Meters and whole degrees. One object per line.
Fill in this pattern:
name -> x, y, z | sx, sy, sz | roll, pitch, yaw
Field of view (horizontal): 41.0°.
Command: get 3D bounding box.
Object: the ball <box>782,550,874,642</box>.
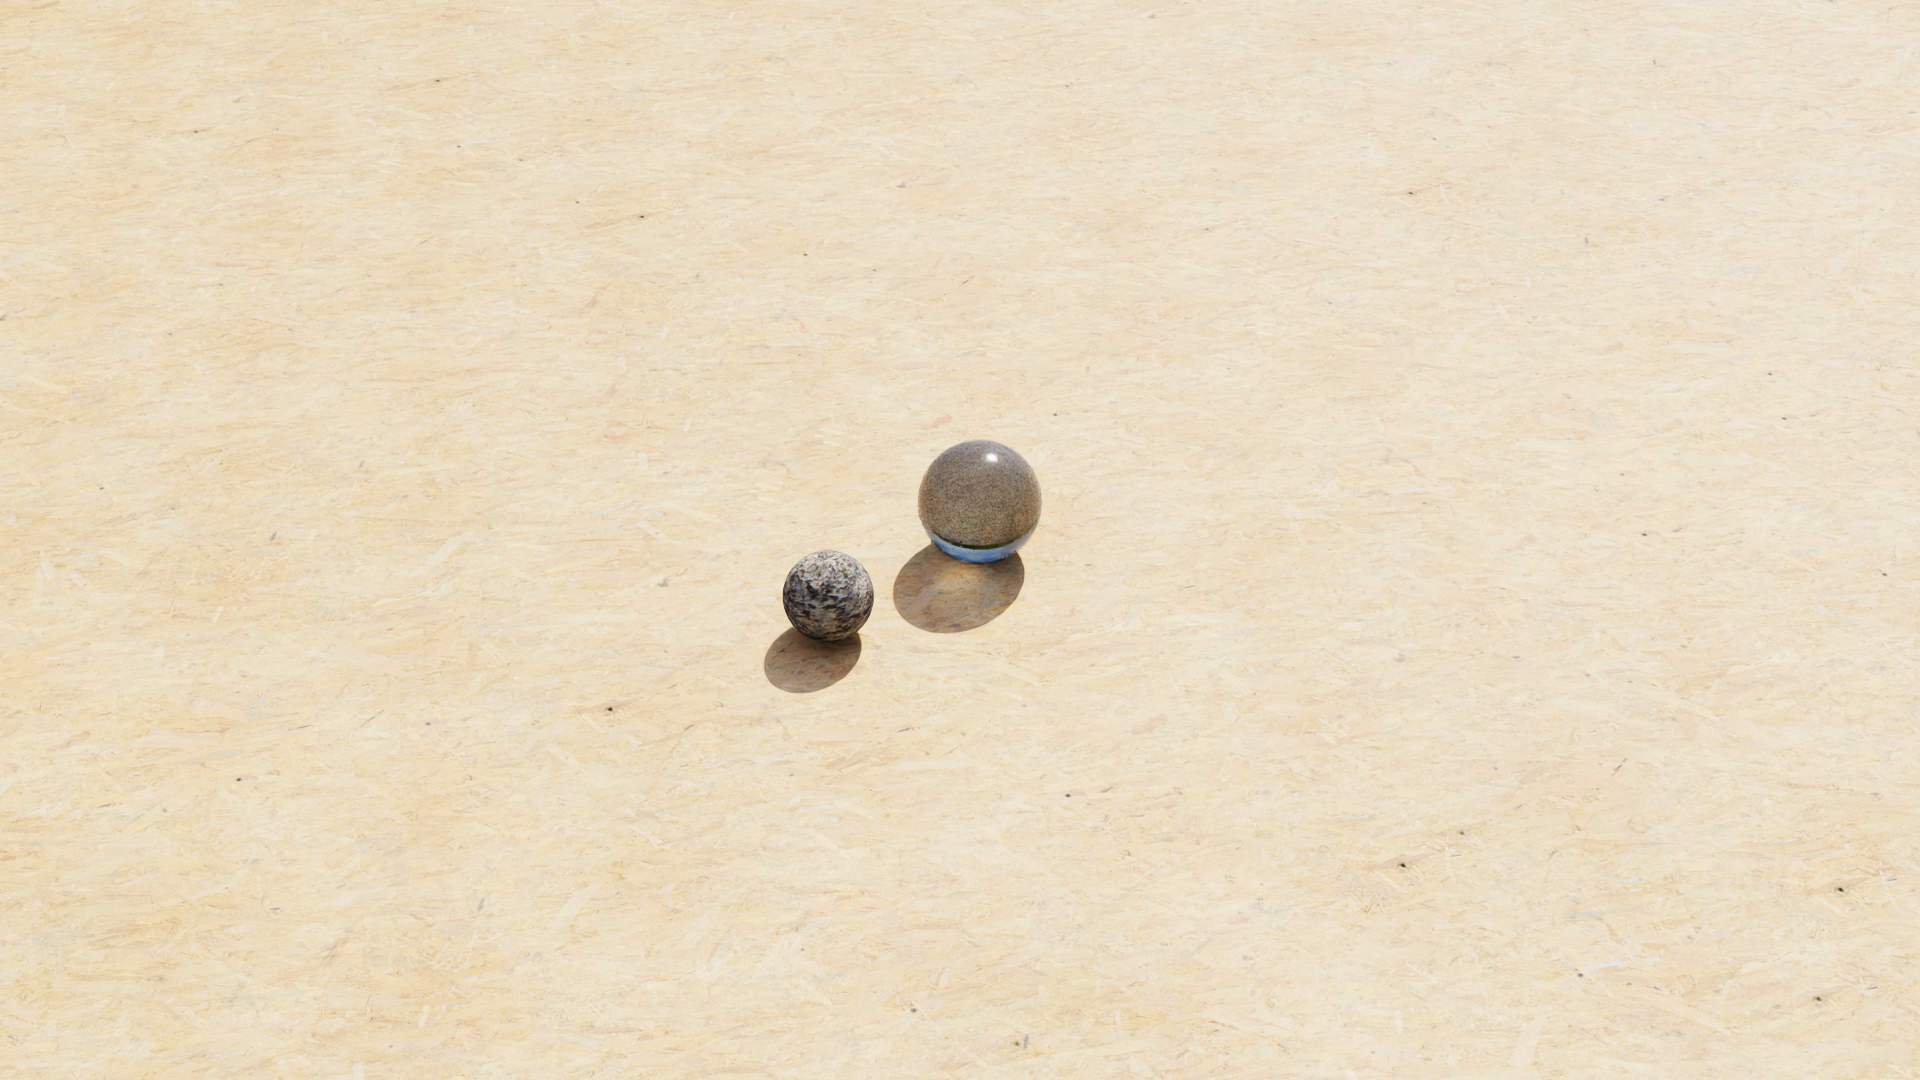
ball -> -0.076, 0.032, 1.476 | 0.053, 0.053, 0.053 | 0, 37, 0

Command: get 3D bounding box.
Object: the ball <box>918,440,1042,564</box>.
ball -> 0.012, -0.023, 1.531 | 0.075, 0.075, 0.075 | 0, 37, 0
